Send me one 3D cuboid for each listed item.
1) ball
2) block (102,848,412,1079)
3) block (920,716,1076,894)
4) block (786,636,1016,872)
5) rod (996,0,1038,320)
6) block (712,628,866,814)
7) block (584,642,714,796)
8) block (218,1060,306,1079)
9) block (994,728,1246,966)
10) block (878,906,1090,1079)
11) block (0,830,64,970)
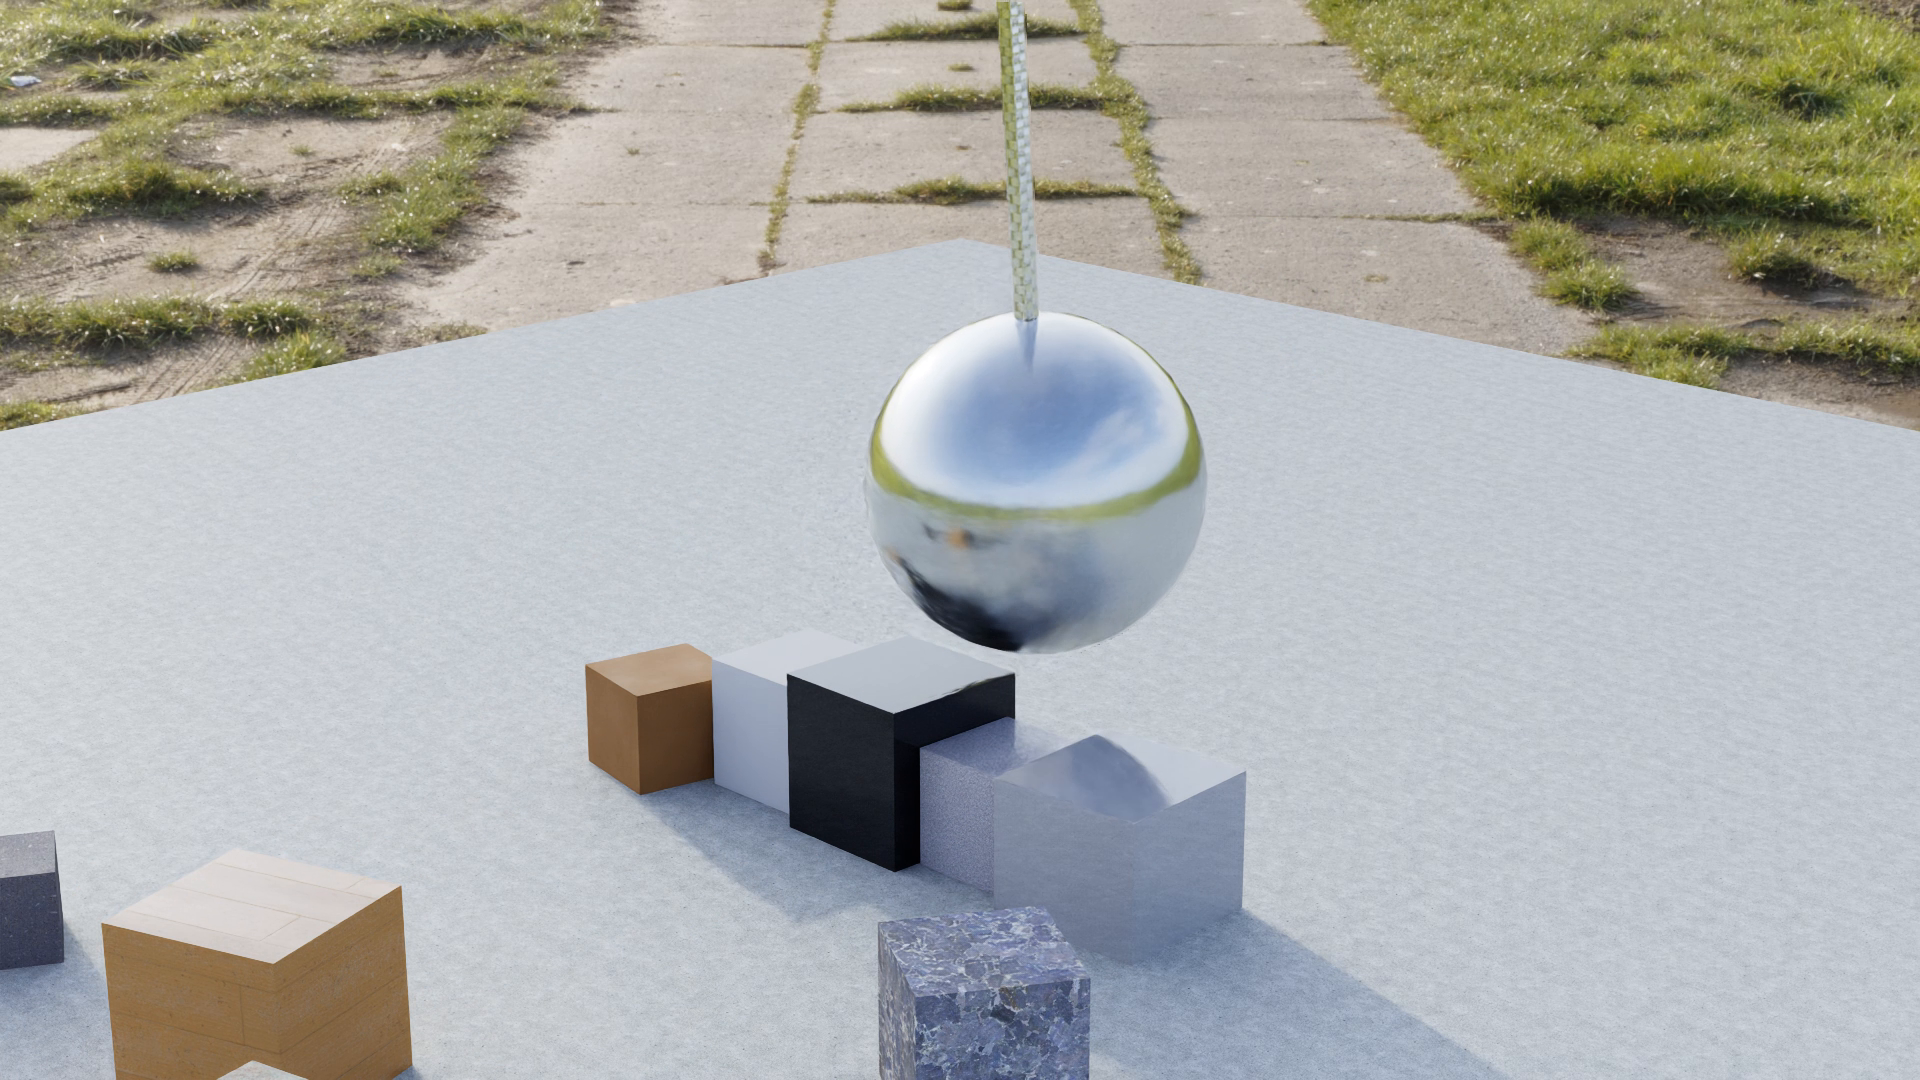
[{"bbox_3d":[0.349,-0.267,13.623,1.600,1.600,1.600,0,17,0],"label":"ball"},{"bbox_3d":[-2.720,1.772,11.405,0.815,0.781,0.784,8,19,25],"label":"block"},{"bbox_3d":[0.220,1.226,13.483,0.571,0.577,0.570,-17,24,-42],"label":"block"},{"bbox_3d":[-0.276,0.996,13.875,0.779,0.780,0.739,-16,24,-41],"label":"block"},{"bbox_3d":[0.151,-3.441,12.419,0.080,5.200,0.080,17,29,42],"label":"rod"},{"bbox_3d":[-0.749,0.894,14.408,0.650,0.656,0.666,-17,24,-42],"label":"block"},{"bbox_3d":[-1.480,0.888,14.659,0.579,0.517,0.549,-11,21,-32],"label":"block"},{"bbox_3d":[-2.356,2.294,9.806,0.655,0.743,0.692,11,20,31],"label":"block"},{"bbox_3d":[0.707,1.342,12.978,0.778,0.657,0.800,15,23,39],"label":"block"},{"bbox_3d":[0.084,1.876,11.280,0.669,0.657,0.671,-4,18,-13],"label":"block"},{"bbox_3d":[-4.141,1.564,12.665,0.480,0.422,0.472,-5,18,-16],"label":"block"}]
